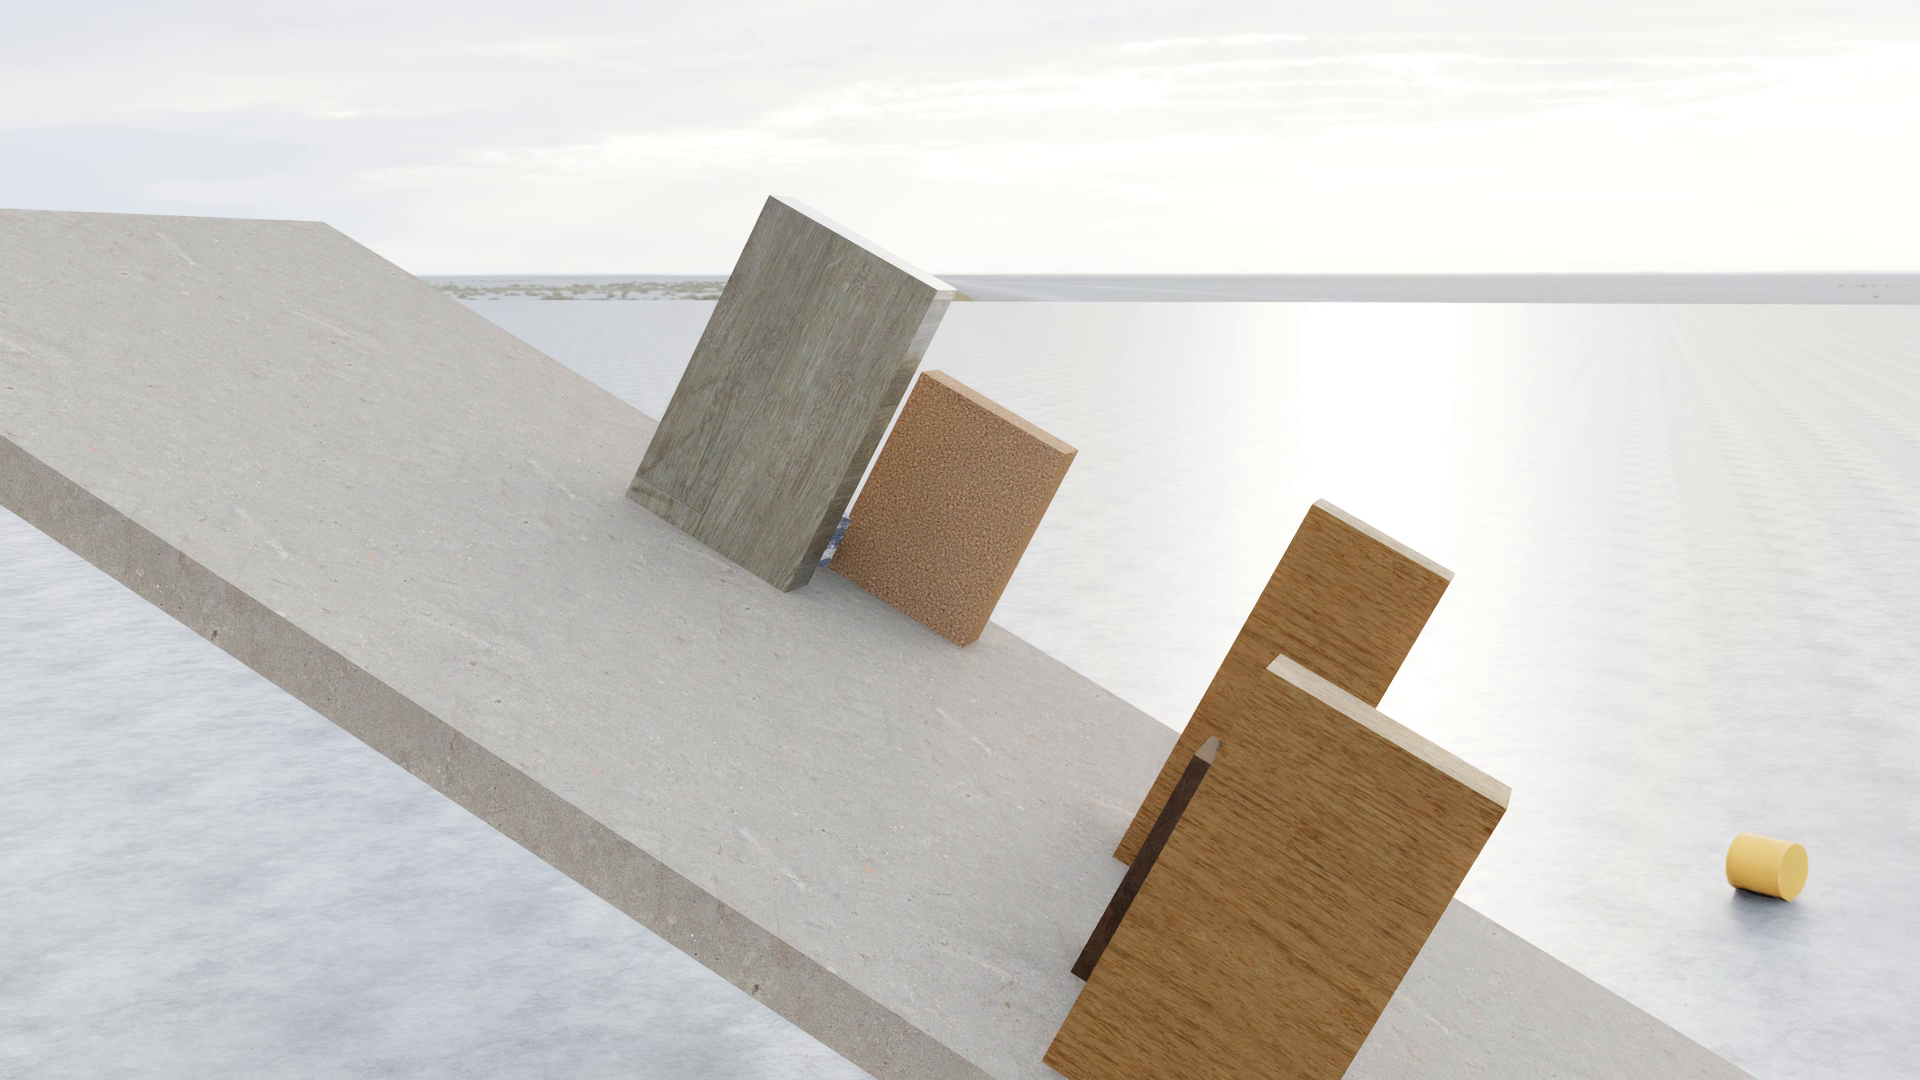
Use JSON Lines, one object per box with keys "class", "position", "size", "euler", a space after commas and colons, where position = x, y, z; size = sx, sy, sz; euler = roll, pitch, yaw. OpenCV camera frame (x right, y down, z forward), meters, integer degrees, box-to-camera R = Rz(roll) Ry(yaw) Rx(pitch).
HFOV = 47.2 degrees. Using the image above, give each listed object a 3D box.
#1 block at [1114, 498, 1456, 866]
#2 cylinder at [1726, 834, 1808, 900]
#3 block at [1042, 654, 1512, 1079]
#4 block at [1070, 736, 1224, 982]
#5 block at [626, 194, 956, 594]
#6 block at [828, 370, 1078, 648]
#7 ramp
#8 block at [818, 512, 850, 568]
{"class": "block", "position": [0.585, 0.322, 4.002], "size": [0.276, 0.755, 0.117], "euler": [31, 14, 12]}
{"class": "cylinder", "position": [2.410, 0.976, 6.569], "size": [0.171, 0.171, 0.171], "euler": [-6, 9, -40]}
{"class": "block", "position": [0.442, 0.548, 3.111], "size": [0.369, 0.670, 0.126], "euler": [31, 14, 12]}
{"class": "block", "position": [0.413, 0.573, 3.493], "size": [0.289, 0.415, 0.150], "euler": [31, 14, 12]}
{"class": "block", "position": [-0.356, -0.303, 4.569], "size": [0.408, 0.708, 0.130], "euler": [31, 14, 12]}
{"class": "block", "position": [-0.022, -0.071, 4.823], "size": [0.363, 0.486, 0.120], "euler": [31, 14, 12]}
{"class": "ramp", "position": [-0.217, 0.359, 4.145], "size": [4.000, 0.100, 2.000], "euler": [31, 14, 12]}
{"class": "block", "position": [-0.339, -0.035, 4.850], "size": [0.125, 0.125, 0.125], "euler": [20, 16, -29]}
